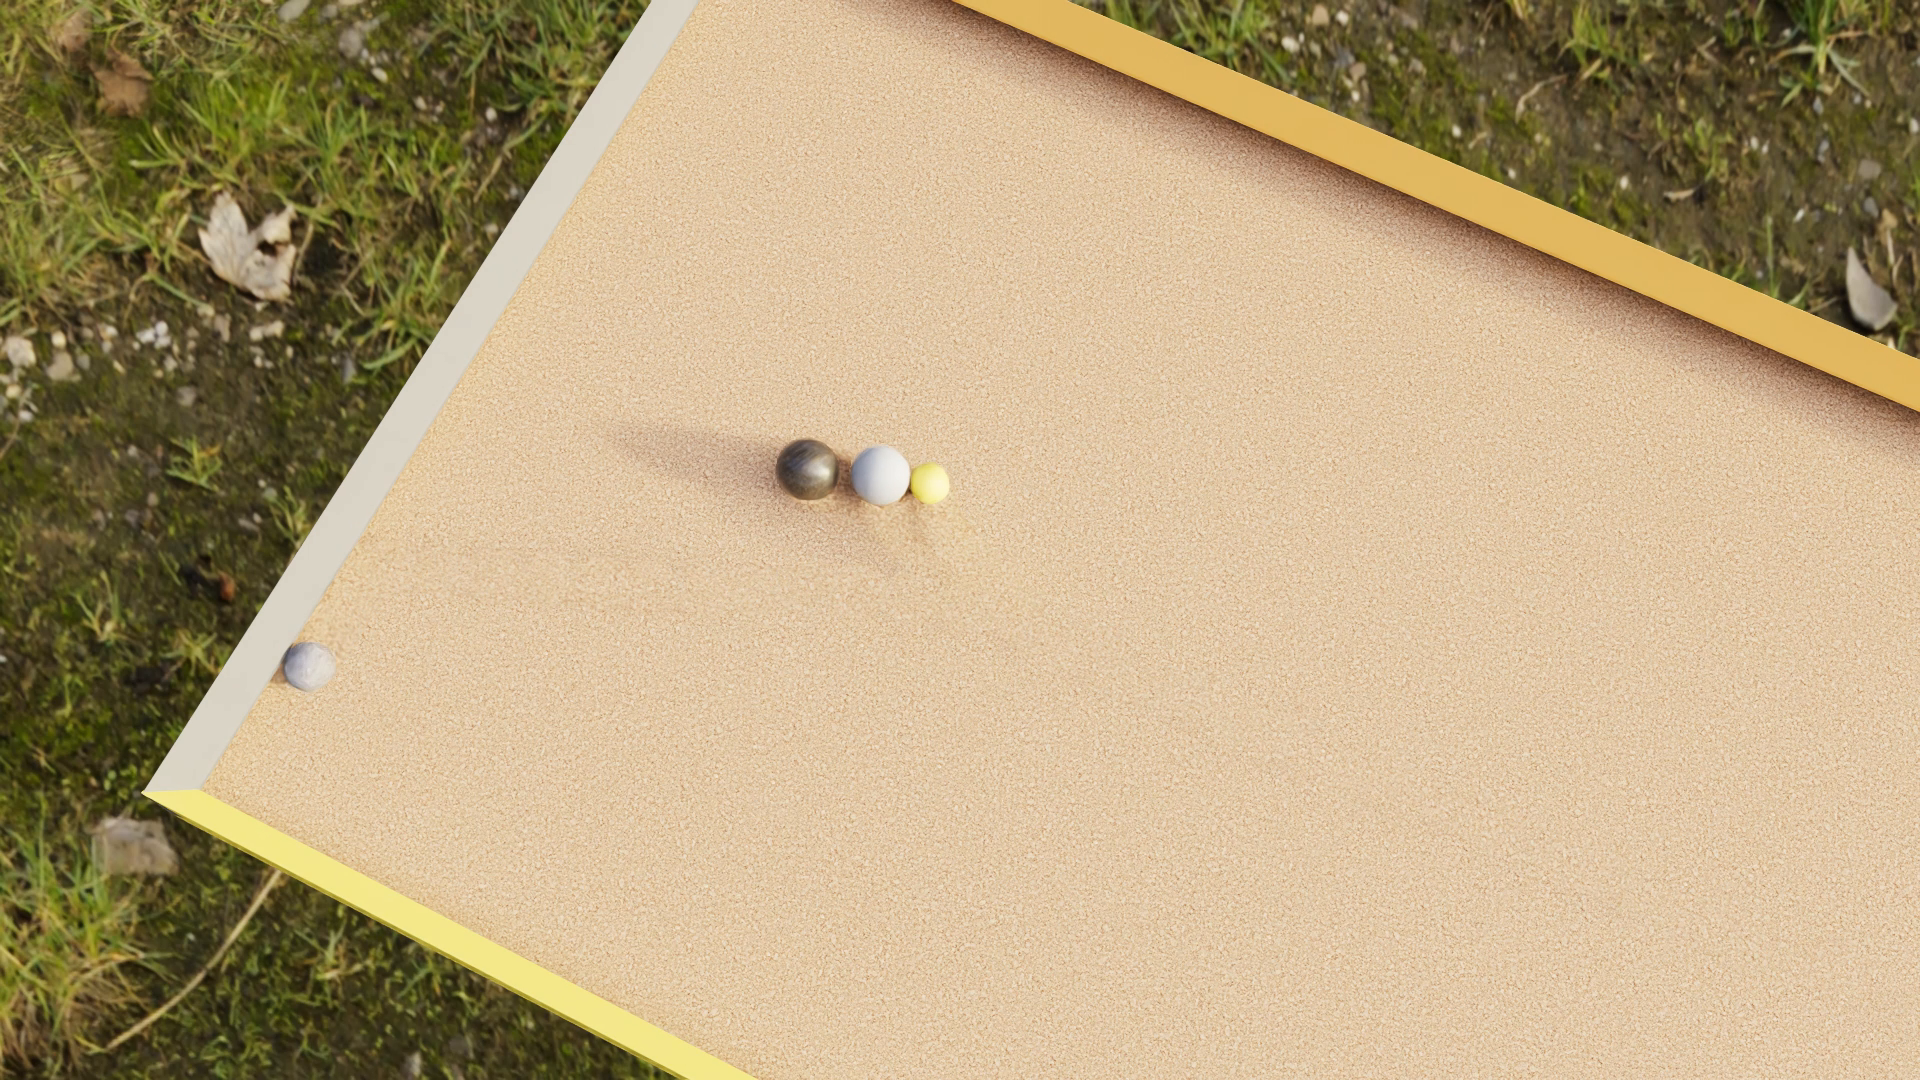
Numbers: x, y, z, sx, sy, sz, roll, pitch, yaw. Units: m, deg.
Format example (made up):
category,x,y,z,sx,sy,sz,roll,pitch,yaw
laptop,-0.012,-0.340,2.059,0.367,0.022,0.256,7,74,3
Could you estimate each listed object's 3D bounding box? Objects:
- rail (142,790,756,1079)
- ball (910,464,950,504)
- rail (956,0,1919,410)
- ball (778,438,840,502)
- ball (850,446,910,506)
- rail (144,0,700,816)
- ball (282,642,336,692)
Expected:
category,x,y,z,sx,sy,sz,roll,pitch,yaw
rail,0.389,1.109,3.006,3.520,0.128,0.045,25,72,9
ball,-0.048,-0.088,3.486,0.062,0.062,0.062,0,70,0
rail,1.186,-0.388,3.561,3.520,0.128,0.045,25,72,9
ball,-0.239,-0.110,3.475,0.098,0.098,0.098,0,70,0
ball,-0.125,-0.101,3.474,0.094,0.094,0.094,0,70,0
rail,-0.766,-0.366,3.553,0.045,0.128,1.831,25,72,9
ball,-0.999,0.194,3.373,0.078,0.078,0.078,0,70,0
